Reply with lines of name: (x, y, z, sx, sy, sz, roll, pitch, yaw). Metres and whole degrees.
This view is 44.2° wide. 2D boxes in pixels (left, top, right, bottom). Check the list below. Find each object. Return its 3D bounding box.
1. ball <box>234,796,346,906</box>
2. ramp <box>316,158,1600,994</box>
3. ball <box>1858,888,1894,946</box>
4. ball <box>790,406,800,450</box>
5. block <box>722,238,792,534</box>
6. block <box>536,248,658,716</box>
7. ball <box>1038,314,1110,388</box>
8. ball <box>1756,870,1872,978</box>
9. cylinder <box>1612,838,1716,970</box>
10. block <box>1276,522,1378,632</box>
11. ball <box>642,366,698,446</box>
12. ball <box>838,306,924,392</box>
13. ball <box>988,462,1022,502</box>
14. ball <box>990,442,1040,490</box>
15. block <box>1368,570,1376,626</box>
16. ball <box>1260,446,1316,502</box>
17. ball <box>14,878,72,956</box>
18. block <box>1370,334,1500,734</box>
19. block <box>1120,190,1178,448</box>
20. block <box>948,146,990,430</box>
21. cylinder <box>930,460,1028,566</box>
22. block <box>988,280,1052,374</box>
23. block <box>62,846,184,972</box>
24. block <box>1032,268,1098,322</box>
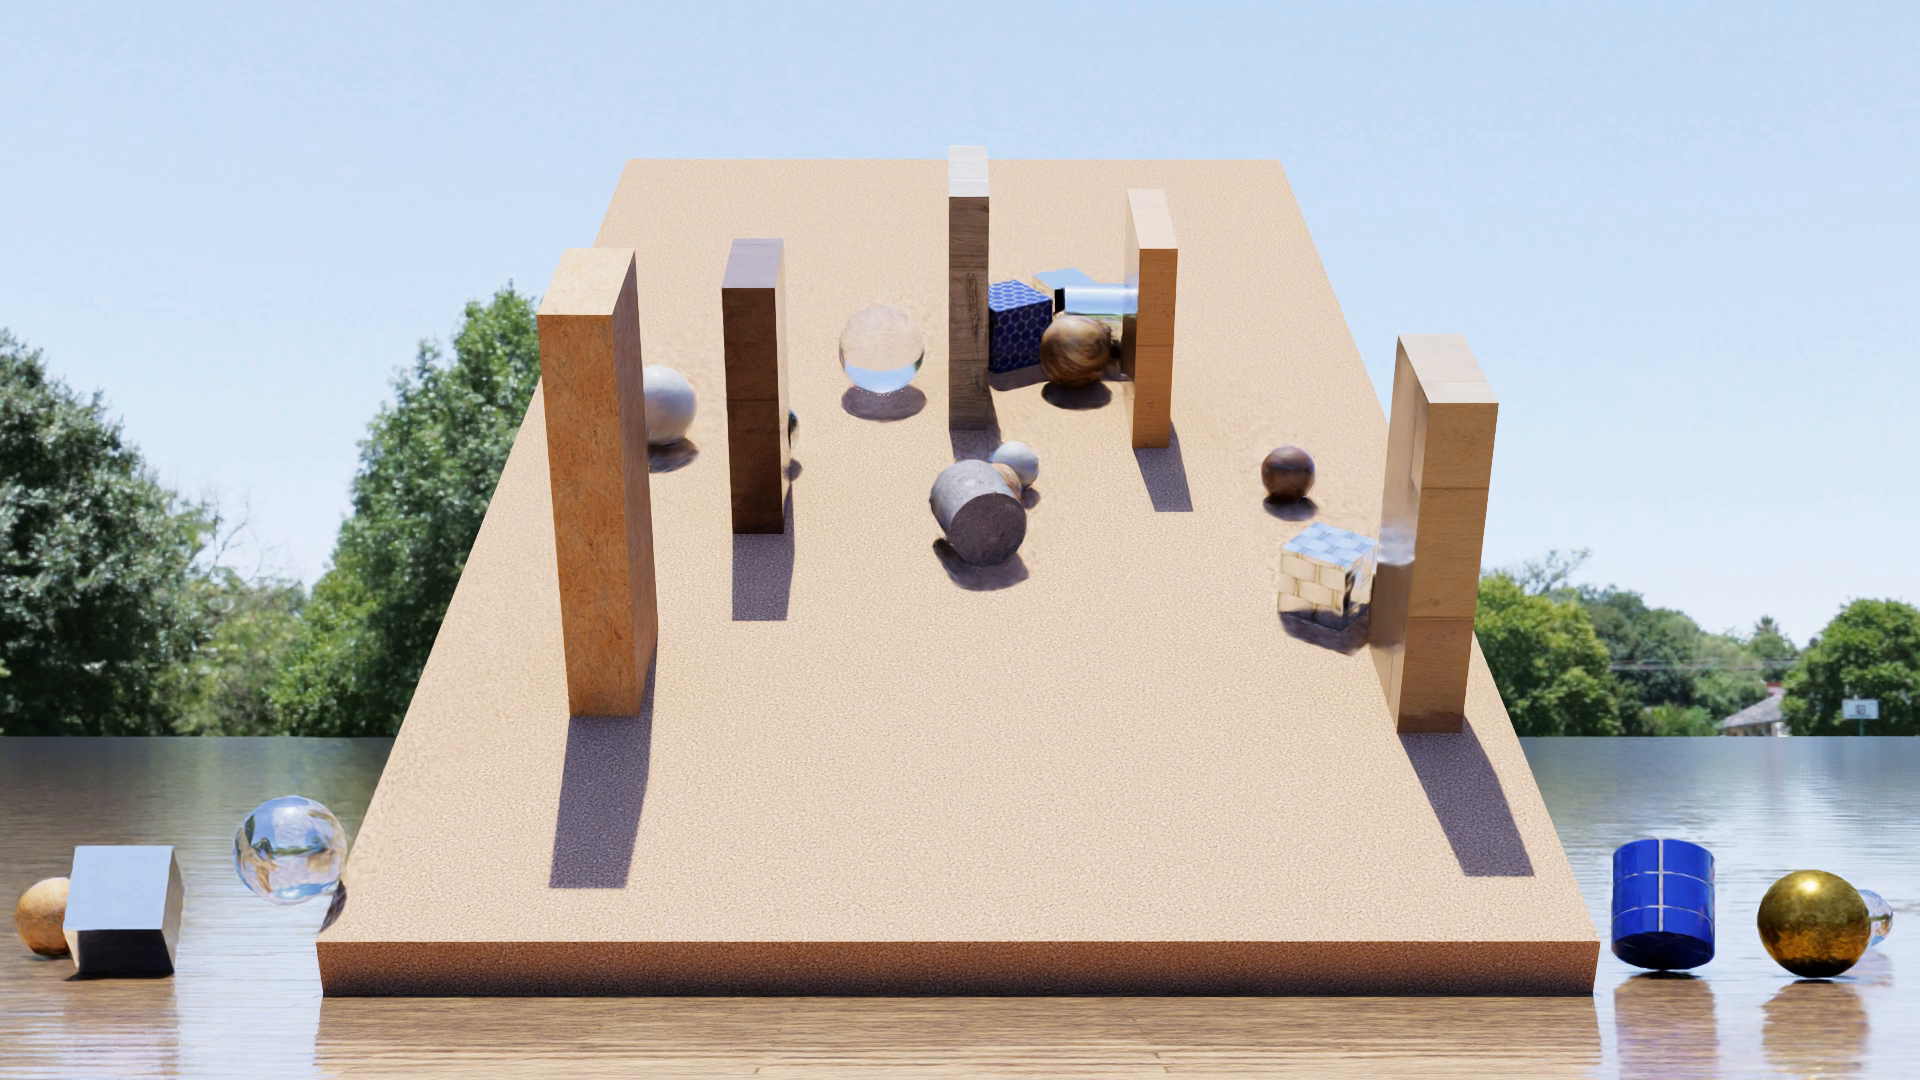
ball: (-1.068, 0.495, 3.772, 0.173, 0.173, 0.173, 0, -5, 0)
ramp: (-0.010, -0.227, 5.490, 2.000, 0.100, 4.000, 0, 27, 0)
ball: (1.730, 0.724, 4.535, 0.109, 0.109, 0.109, 0, -5, 0)
ball: (-0.429, -0.244, 5.244, 0.149, 0.149, 0.149, 0, -5, 0)
block: (-0.423, -0.323, 4.957, 0.107, 0.547, 0.294, 0, 27, 0)
block: (-0.644, -0.102, 4.259, 0.125, 0.776, 0.327, 0, 27, 0)
ball: (0.273, -0.450, 5.633, 0.171, 0.171, 0.171, 0, -5, 0)
ball: (1.428, 0.642, 3.957, 0.180, 0.180, 0.180, 0, -5, 0)
cylinder: (1.206, 0.625, 4.056, 0.170, 0.170, 0.170, 7, -31, 4)
block: (0.721, 0.071, 4.630, 0.142, 0.142, 0.142, 18, 32, 32)
ball: (-0.682, -0.302, 5.323, 0.180, 0.180, 0.180, 0, -5, 0)
ball: (-0.186, -0.450, 5.594, 0.205, 0.205, 0.205, 0, -5, 0)
ball: (0.072, -0.106, 5.007, 0.117, 0.117, 0.117, 0, -5, 0)
ball: (0.117, -0.159, 5.120, 0.111, 0.111, 0.111, 0, -5, 0)
block: (0.853, 0.132, 4.544, 0.109, 0.109, 0.109, -1, 26, -2)
ball: (0.705, -0.143, 5.081, 0.120, 0.120, 0.120, 0, -5, 0)
ball: (-1.655, 0.691, 4.333, 0.143, 0.143, 0.143, 0, -5, 0)
block: (0.841, -0.011, 4.235, 0.116, 0.643, 0.312, 0, 27, 0)
block: (0.430, -0.511, 5.418, 0.083, 0.475, 0.407, 0, 27, 0)
block: (0.018, -0.585, 5.469, 0.089, 0.559, 0.371, 0, 27, 0)
cylinder: (0.037, -0.058, 4.858, 0.163, 0.163, 0.163, 1, 25, -18)
block: (0.113, -0.522, 5.787, 0.162, 0.162, 0.162, -16, 31, -29)
block: (-1.426, 0.631, 4.043, 0.158, 0.158, 0.158, 1, -36, -9)
block: (0.264, -0.607, 6.001, 0.122, 0.122, 0.122, -12, 29, -23)
